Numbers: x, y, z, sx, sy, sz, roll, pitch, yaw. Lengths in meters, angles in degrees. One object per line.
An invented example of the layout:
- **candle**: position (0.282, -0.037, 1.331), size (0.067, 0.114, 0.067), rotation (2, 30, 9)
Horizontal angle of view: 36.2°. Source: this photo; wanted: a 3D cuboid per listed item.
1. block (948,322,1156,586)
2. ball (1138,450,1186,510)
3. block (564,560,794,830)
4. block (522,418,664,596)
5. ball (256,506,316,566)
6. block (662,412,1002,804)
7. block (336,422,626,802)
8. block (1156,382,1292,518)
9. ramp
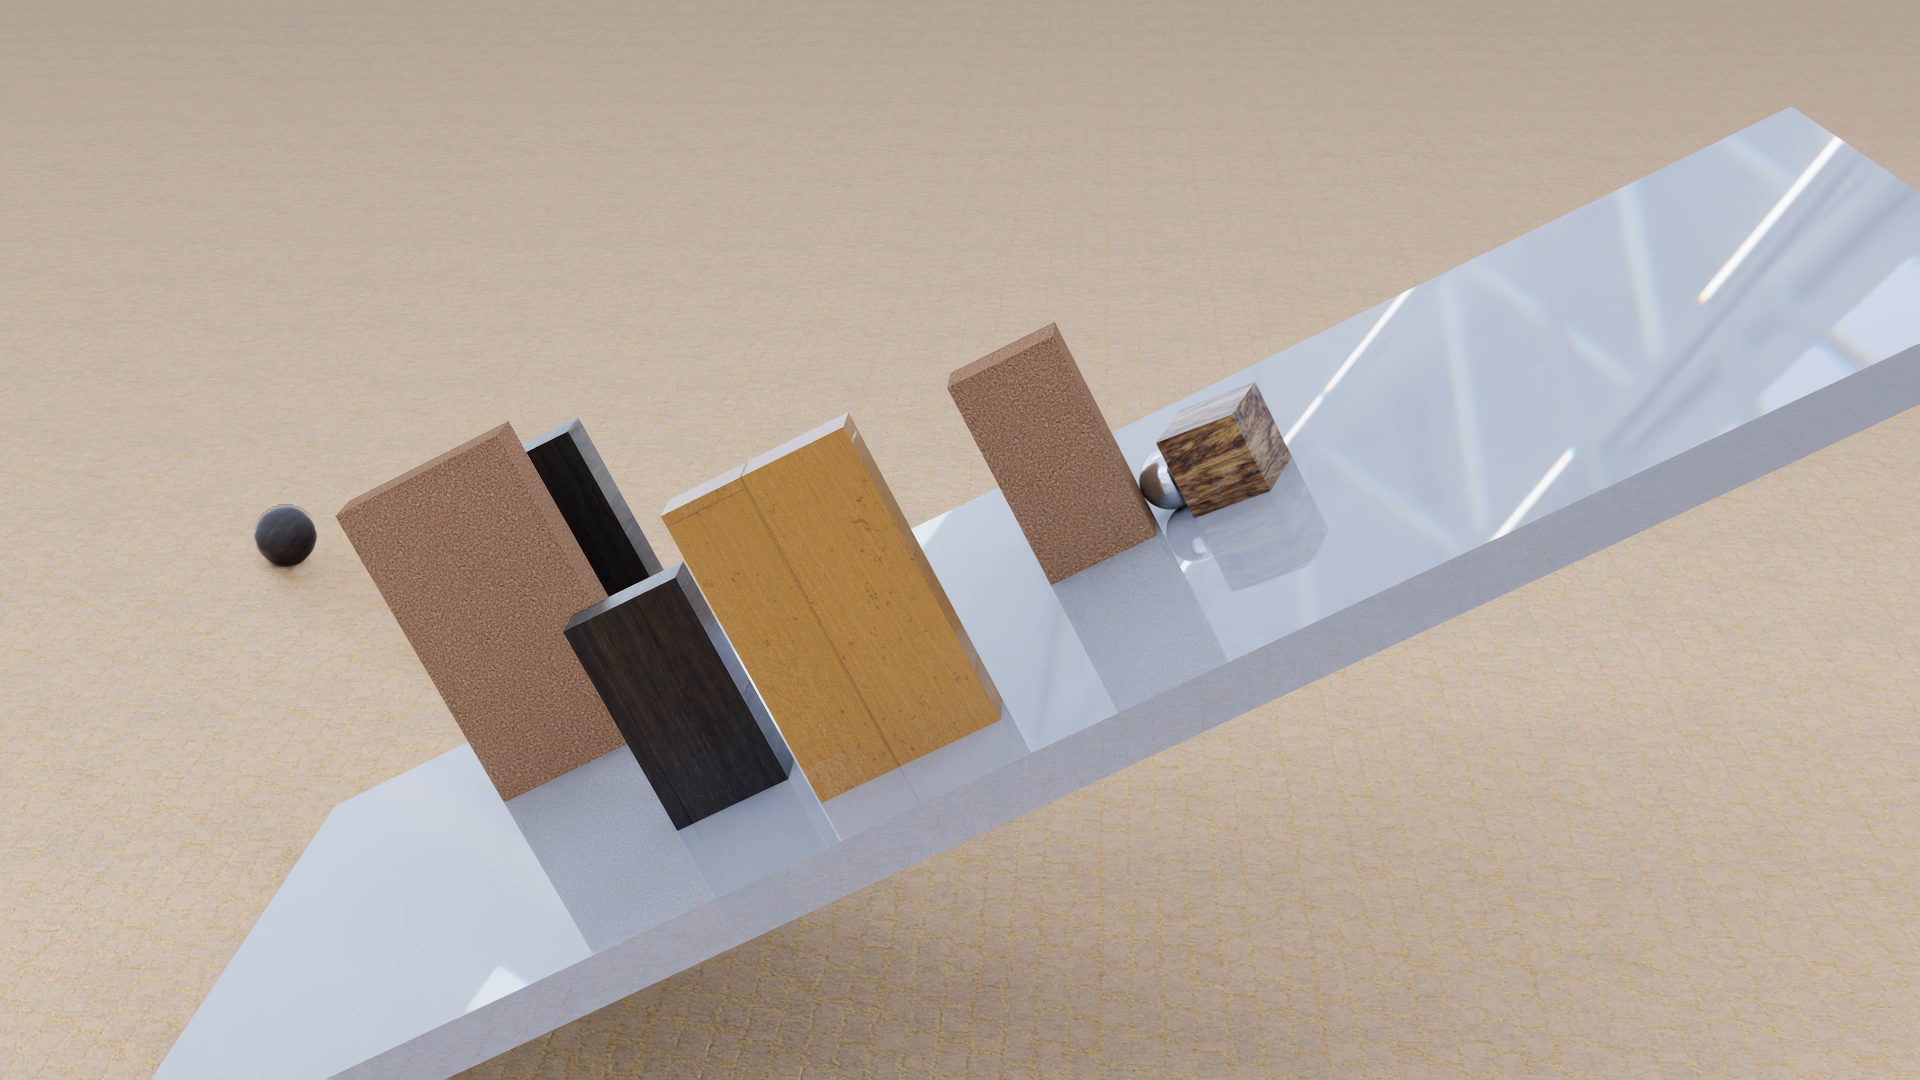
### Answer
- **block**: position (0.196, -0.182, 6.211), size (0.247, 0.481, 0.134), rotation (-26, 14, 10)
- **ball**: position (0.447, -0.130, 6.278), size (0.131, 0.131, 0.131), rotation (0, 17, 0)
- **block**: position (-0.561, 0.314, 5.893), size (0.255, 0.471, 0.109), rotation (-26, 14, 10)
- **block**: position (-0.926, 0.084, 7.050), size (0.364, 0.654, 0.135), rotation (-26, 14, 10)
- **ball**: position (-2.256, -0.012, 9.842), size (0.200, 0.200, 0.200), rotation (0, 17, 0)
- **block**: position (-0.238, 0.132, 5.572), size (0.386, 0.639, 0.109), rotation (-26, 14, 10)
- **block**: position (-1.036, 0.168, 6.714), size (0.423, 0.768, 0.126), rotation (-26, 14, 10)
- **block**: position (0.555, -0.189, 6.175), size (0.182, 0.182, 0.182), rotation (-20, 16, 29)
- **ramp**: position (0.139, 0.168, 6.281), size (4.000, 0.100, 2.000), rotation (-26, 14, 10)
